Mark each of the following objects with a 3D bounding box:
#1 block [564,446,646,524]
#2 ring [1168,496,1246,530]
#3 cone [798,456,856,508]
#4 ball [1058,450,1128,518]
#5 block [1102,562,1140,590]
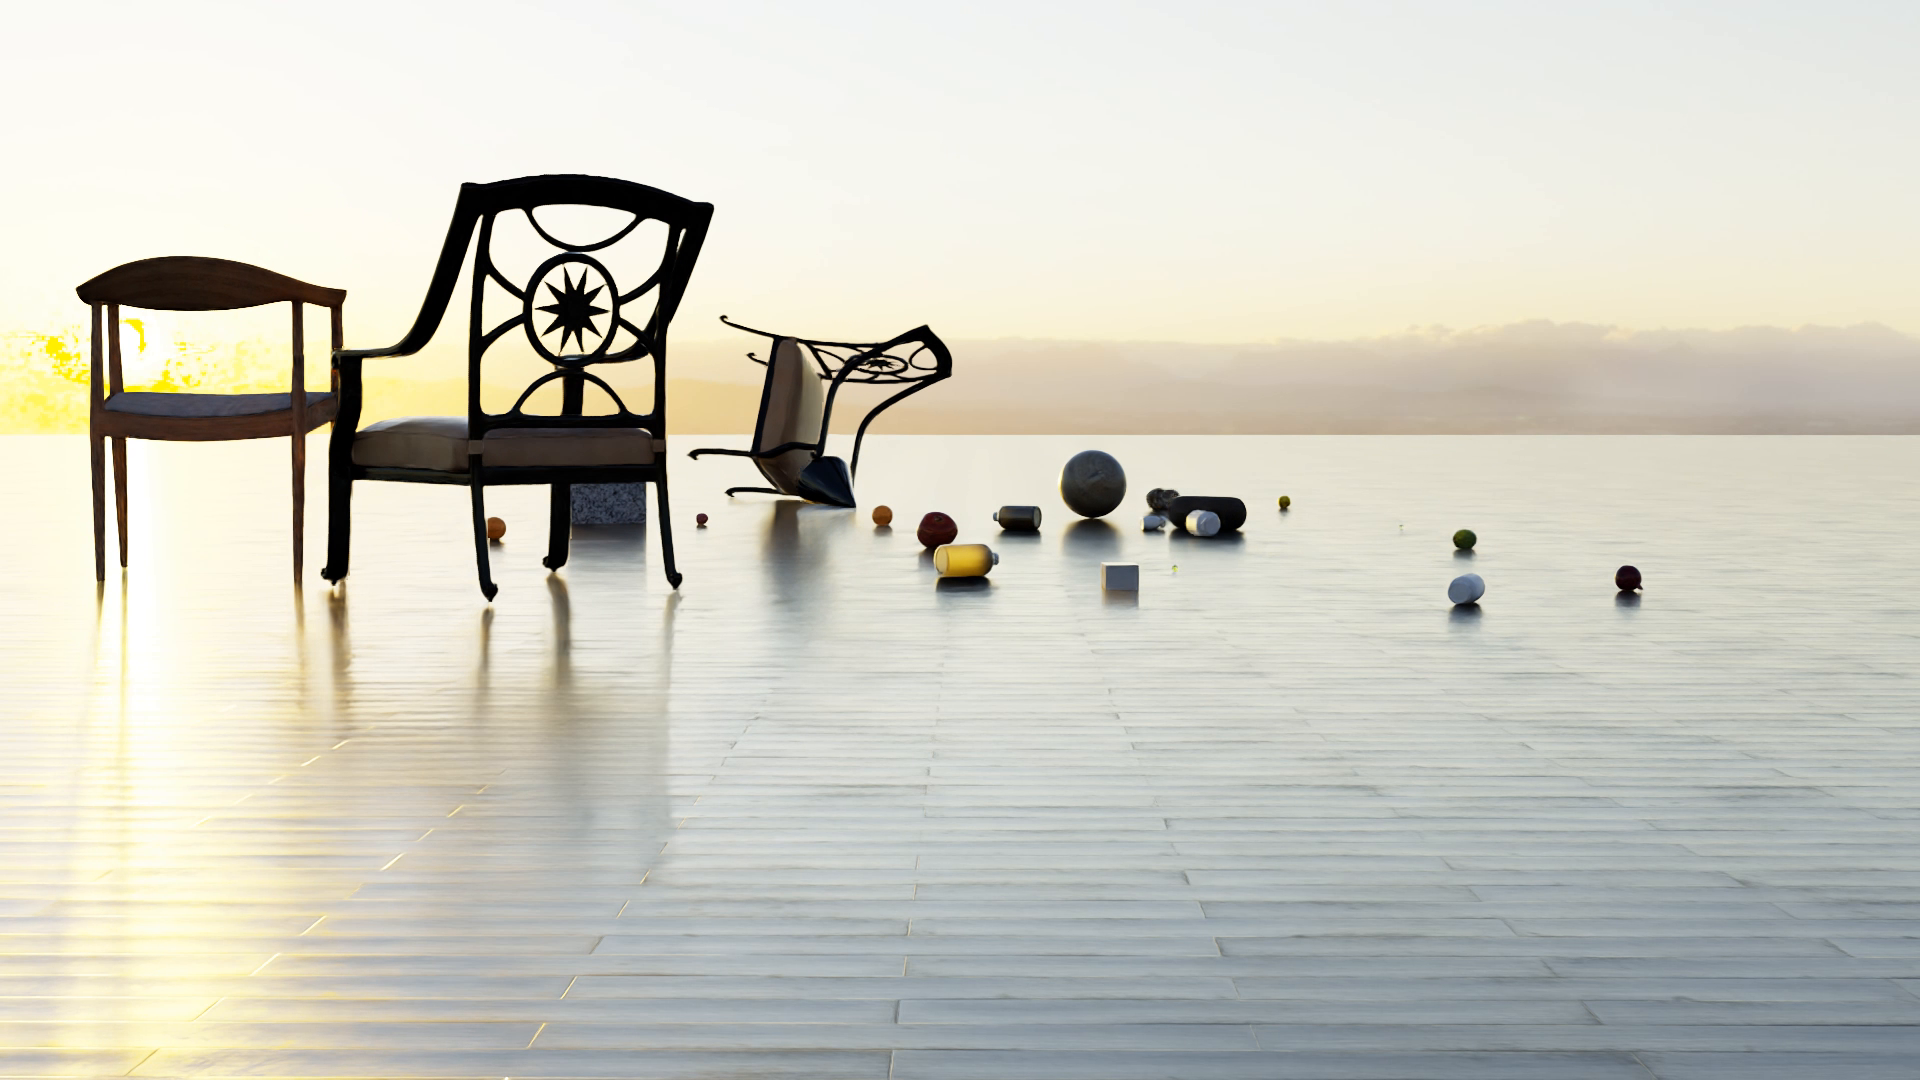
[{"bbox_3d":[-1.208,-0.189,7.473,0.263,0.250,0.269,-1,4,-12],"label":"block"},{"bbox_3d":[0.796,-0.088,7.086,0.217,0.103,0.296,-1,3,-34],"label":"ring"},{"bbox_3d":[-0.455,-0.174,8.372,0.225,0.203,0.286,-21,33,-22],"label":"cone"},{"bbox_3d":[0.461,-0.196,7.656,0.239,0.239,0.239,0,4,0],"label":"ball"},{"bbox_3d":[0.360,0.081,4.954,0.075,0.056,0.068,0,4,-5],"label":"block"}]
